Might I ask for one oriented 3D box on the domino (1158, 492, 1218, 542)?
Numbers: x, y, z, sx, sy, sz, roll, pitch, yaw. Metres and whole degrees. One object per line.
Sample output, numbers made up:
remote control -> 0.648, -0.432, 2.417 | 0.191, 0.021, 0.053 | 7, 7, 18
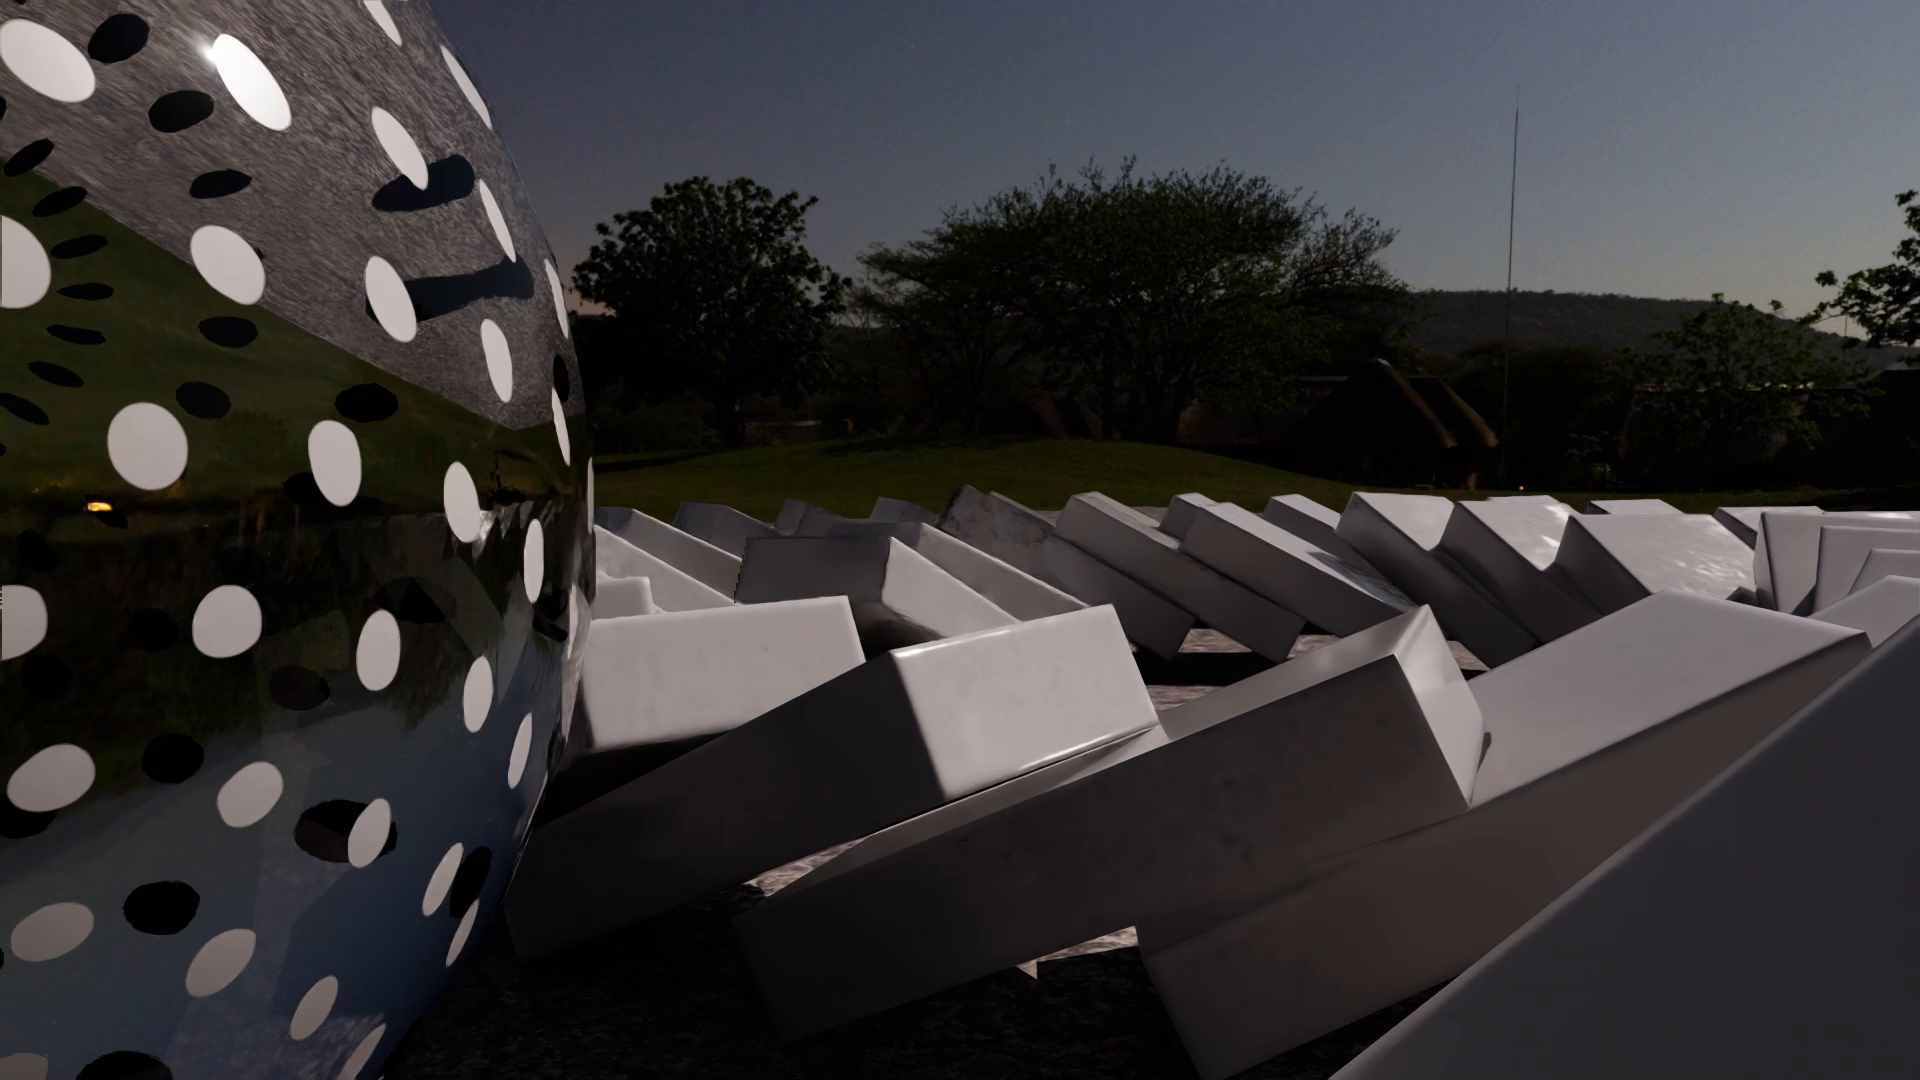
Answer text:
domino -> 0.077, 0.004, 0.321 | 0.050, 0.009, 0.025 | 28, 14, 19

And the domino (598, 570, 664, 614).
domino -> -0.072, 0.011, 0.224 | 0.025, 0.009, 0.050 | 1, -21, 19

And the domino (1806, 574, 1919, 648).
domino -> 0.060, 0.020, 0.098 | 0.050, 0.010, 0.025 | -27, 6, -1

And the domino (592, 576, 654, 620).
domino -> -0.050, 0.018, 0.132 | 0.025, 0.009, 0.050 | -3, -21, -31

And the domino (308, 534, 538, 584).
domino -> -0.075, 0.013, 0.200 | 0.025, 0.010, 0.050 | 1, -21, 11

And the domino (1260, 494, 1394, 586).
domino -> 0.100, 0.004, 0.314 | 0.050, 0.009, 0.025 | 30, 18, 24

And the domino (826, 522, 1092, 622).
domino -> 0.002, 0.011, 0.226 | 0.050, 0.010, 0.025 | 27, -18, -38

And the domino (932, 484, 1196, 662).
domino -> 0.019, 0.006, 0.250 | 0.050, 0.010, 0.025 | 30, -3, -4

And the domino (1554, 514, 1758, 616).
domino -> 0.116, 0.013, 0.196 | 0.025, 0.010, 0.050 | 0, 31, -6

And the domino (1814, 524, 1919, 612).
domino -> 0.113, 0.016, 0.149 | 0.025, 0.010, 0.050 | 5, 33, 34

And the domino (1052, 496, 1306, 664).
domino -> 0.044, 0.007, 0.255 | 0.050, 0.009, 0.025 | 29, 9, 14

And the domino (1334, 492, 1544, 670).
domino -> 0.096, 0.008, 0.241 | 0.025, 0.010, 0.050 | 1, 31, -27

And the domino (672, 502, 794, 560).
domino -> -0.038, 0.006, 0.288 | 0.050, 0.010, 0.025 | 27, -11, -31

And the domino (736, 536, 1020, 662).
domino -> -0.009, 0.013, 0.202 | 0.025, 0.009, 0.050 | -1, -20, 30

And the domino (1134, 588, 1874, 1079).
domino -> 0.037, 0.020, 0.095 | 0.050, 0.010, 0.025 | -26, 2, 5

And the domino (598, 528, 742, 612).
domino -> -0.067, 0.009, 0.248 | 0.025, 0.010, 0.050 | 3, -21, 32

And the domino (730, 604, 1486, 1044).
domino -> 0.011, 0.020, 0.093 | 0.050, 0.010, 0.025 | -27, -7, 23

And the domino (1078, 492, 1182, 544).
domino -> 0.053, 0.003, 0.326 | 0.050, 0.010, 0.025 | 27, 10, 12

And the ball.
ball -> -0.055, -0.001, 0.049 | 0.080, 0.080, 0.080 | 0, 4, 0

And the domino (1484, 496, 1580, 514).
domino -> 0.145, 0.006, 0.291 | 0.025, 0.009, 0.050 | -3, 30, -34

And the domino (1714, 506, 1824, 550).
domino -> 0.174, 0.009, 0.251 | 0.025, 0.009, 0.050 | -1, 29, -13

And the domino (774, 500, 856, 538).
domino -> -0.018, 0.005, 0.304 | 0.050, 0.010, 0.025 | 24, -5, -19

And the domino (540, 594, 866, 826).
domino -> -0.032, 0.019, 0.115 | 0.025, 0.009, 0.050 | -4, -20, -42

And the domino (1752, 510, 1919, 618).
domino -> 0.122, 0.014, 0.170 | 0.025, 0.010, 0.050 | 5, 33, 25

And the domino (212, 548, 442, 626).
domino -> -0.075, 0.014, 0.176 | 0.025, 0.010, 0.050 | 0, -21, 4

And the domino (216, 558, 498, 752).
domino -> -0.066, 0.016, 0.152 | 0.025, 0.010, 0.050 | -1, -22, -14

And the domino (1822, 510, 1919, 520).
domino -> 0.181, 0.011, 0.228 | 0.025, 0.010, 0.050 | -1, 29, -12

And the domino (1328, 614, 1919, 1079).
domino -> 0.021, 0.020, 0.034 | 0.050, 0.009, 0.025 | -42, 0, 7

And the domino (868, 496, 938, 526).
domino -> 0.004, 0.004, 0.313 | 0.050, 0.010, 0.025 | 25, -4, -19

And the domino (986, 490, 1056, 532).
domino -> 0.028, 0.003, 0.324 | 0.050, 0.010, 0.025 | 26, 5, 2

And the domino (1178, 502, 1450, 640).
domino -> 0.069, 0.009, 0.248 | 0.050, 0.009, 0.025 | 30, 15, 20

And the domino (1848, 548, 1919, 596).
domino -> 0.099, 0.018, 0.127 | 0.025, 0.010, 0.050 | 5, 32, 47

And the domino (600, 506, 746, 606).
domino -> -0.055, 0.007, 0.272 | 0.050, 0.010, 0.025 | 29, -15, -37

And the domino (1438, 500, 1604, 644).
domino -> 0.108, 0.010, 0.221 | 0.025, 0.010, 0.050 | 1, 31, -18

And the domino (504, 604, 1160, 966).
domino -> -0.012, 0.020, 0.100 | 0.050, 0.009, 0.025 | -29, -14, 37

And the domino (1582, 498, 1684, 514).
domino -> 0.159, 0.007, 0.272 | 0.025, 0.010, 0.050 | -2, 30, -28
